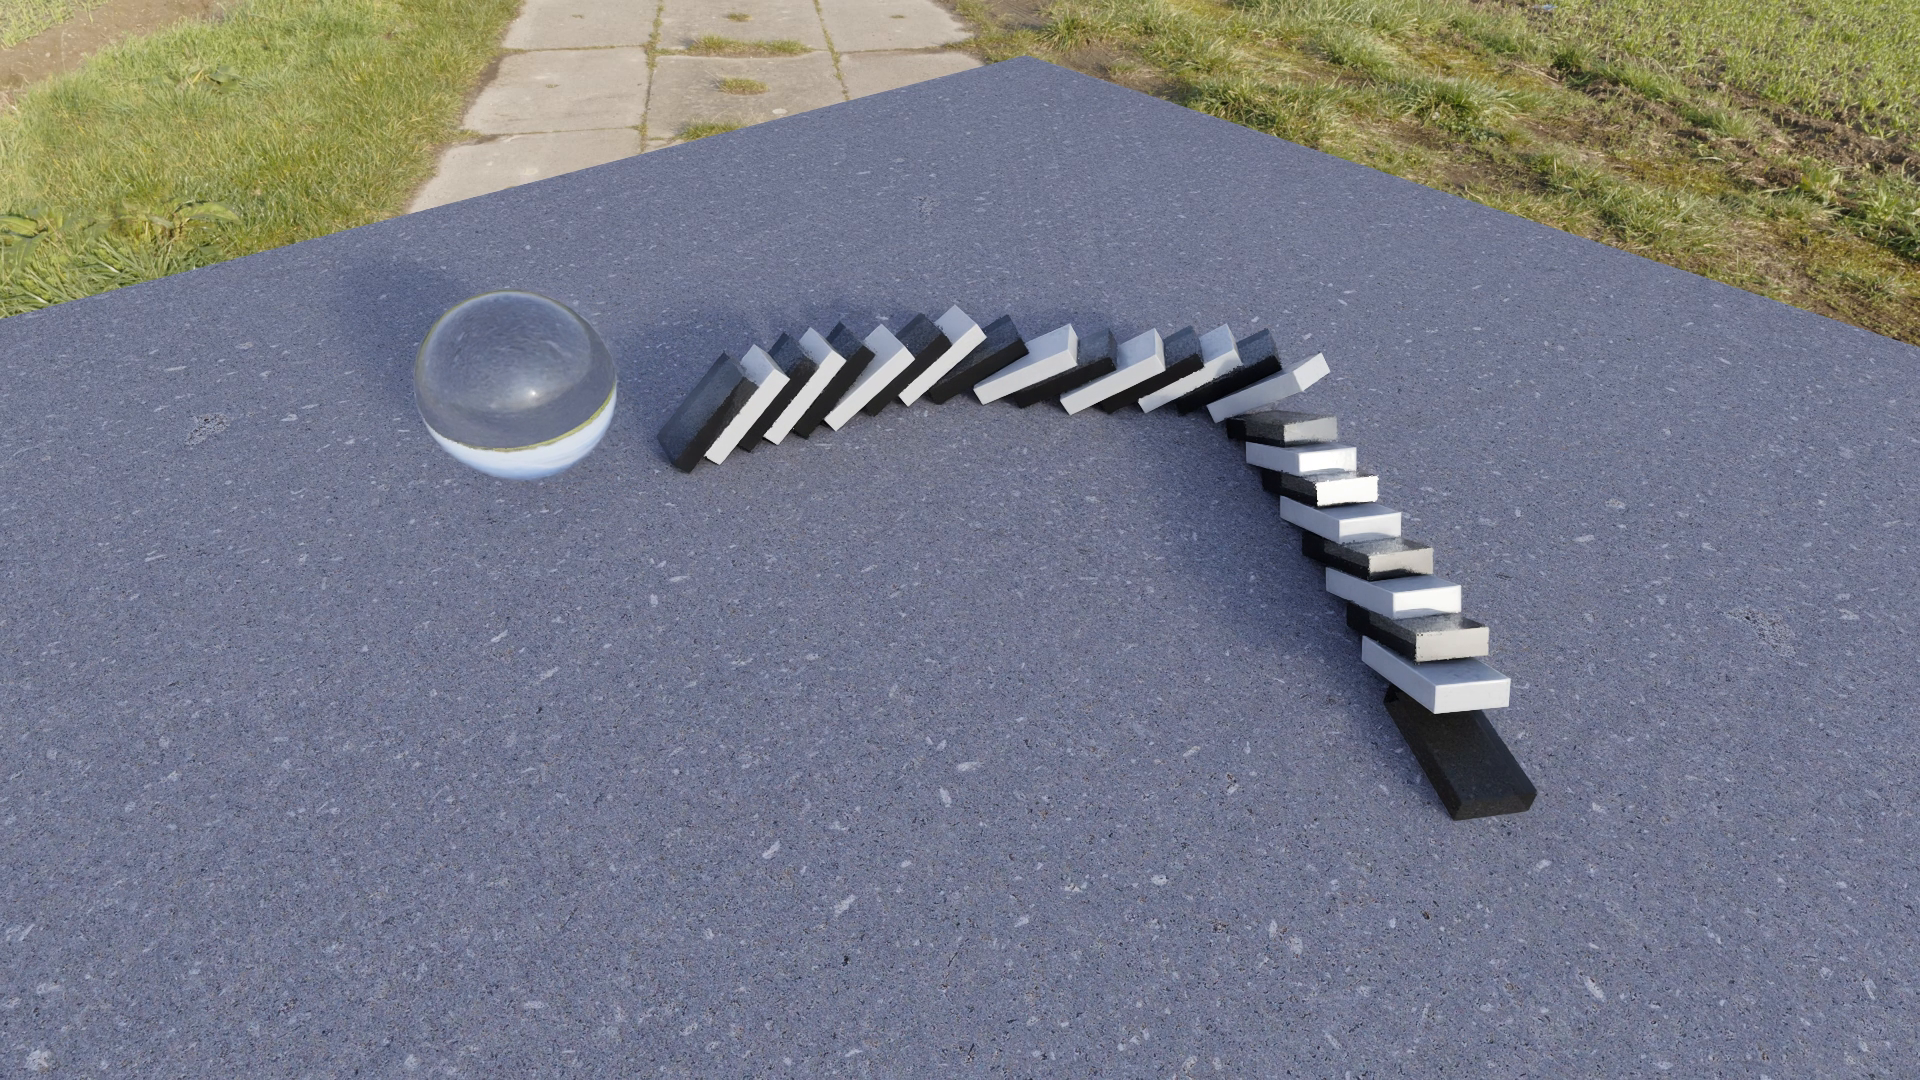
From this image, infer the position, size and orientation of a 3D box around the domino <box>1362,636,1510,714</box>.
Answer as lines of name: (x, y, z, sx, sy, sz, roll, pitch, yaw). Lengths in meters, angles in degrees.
domino: (0.160, 0.044, 0.374, 0.025, 0.009, 0.050, -4, 14, -5)

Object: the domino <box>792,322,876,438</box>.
domino: (-0.063, -0.074, 0.510, 0.050, 0.009, 0.025, -49, 47, 9)

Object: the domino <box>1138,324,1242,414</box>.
domino: (0.107, -0.081, 0.522, 0.050, 0.010, 0.025, -26, 33, 22)

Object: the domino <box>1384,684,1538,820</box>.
domino: (0.163, 0.067, 0.361, 0.025, 0.010, 0.050, -5, 40, -7)

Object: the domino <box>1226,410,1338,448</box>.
domino: (0.141, -0.050, 0.486, 0.025, 0.010, 0.050, -11, 12, -13)

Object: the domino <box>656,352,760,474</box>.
domino: (-0.112, -0.057, 0.488, 0.050, 0.009, 0.025, -49, 47, 9)

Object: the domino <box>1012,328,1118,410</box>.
domino: (0.050, -0.082, 0.525, 0.050, 0.010, 0.025, -20, 33, 23)

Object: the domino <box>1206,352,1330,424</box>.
domino: (0.140, -0.069, 0.503, 0.025, 0.010, 0.050, -32, 8, -37)

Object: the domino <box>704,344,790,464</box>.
domino: (-0.100, -0.061, 0.493, 0.050, 0.009, 0.025, -49, 47, 9)

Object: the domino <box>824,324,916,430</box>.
domino: (-0.048, -0.077, 0.517, 0.050, 0.009, 0.025, -42, 47, 1)

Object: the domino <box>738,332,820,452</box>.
domino: (-0.087, -0.067, 0.499, 0.050, 0.009, 0.025, -49, 47, 9)

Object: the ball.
ball: (-0.188, -0.065, 0.468, 0.080, 0.080, 0.080, 0, 39, 0)

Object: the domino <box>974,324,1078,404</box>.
domino: (0.032, -0.084, 0.527, 0.050, 0.009, 0.025, -20, 33, 23)

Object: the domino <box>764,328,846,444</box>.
domino: (-0.076, -0.071, 0.505, 0.050, 0.009, 0.025, -49, 47, 8)

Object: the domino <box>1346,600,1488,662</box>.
domino: (0.159, 0.030, 0.386, 0.025, 0.010, 0.050, -4, 10, -6)

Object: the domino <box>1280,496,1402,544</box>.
domino: (0.151, -0.010, 0.439, 0.025, 0.010, 0.050, -7, 14, -8)

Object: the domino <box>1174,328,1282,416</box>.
domino: (0.125, -0.079, 0.520, 0.050, 0.010, 0.025, -24, 31, 24)

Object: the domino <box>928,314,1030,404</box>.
domino: (0.007, -0.088, 0.533, 0.050, 0.009, 0.025, -29, 40, 9)

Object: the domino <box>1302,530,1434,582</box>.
domino: (0.154, 0.004, 0.420, 0.025, 0.009, 0.050, -7, 12, -9)

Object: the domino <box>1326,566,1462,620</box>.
domino: (0.158, 0.018, 0.403, 0.025, 0.010, 0.050, -6, 10, -7)

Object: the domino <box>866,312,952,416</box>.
domino: (-0.030, -0.084, 0.525, 0.050, 0.010, 0.025, -42, 43, 1)

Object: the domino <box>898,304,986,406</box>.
domino: (-0.014, -0.089, 0.531, 0.050, 0.009, 0.025, -41, 42, 2)

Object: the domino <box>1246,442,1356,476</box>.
domino: (0.145, -0.036, 0.469, 0.025, 0.009, 0.050, -6, 11, -9)

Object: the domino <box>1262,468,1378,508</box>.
domino: (0.148, -0.024, 0.455, 0.025, 0.010, 0.050, -7, 12, -8)

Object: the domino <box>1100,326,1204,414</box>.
domino: (0.090, -0.081, 0.521, 0.050, 0.010, 0.025, -25, 33, 24)

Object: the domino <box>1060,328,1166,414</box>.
domino: (0.072, -0.079, 0.520, 0.050, 0.010, 0.025, -24, 32, 25)
